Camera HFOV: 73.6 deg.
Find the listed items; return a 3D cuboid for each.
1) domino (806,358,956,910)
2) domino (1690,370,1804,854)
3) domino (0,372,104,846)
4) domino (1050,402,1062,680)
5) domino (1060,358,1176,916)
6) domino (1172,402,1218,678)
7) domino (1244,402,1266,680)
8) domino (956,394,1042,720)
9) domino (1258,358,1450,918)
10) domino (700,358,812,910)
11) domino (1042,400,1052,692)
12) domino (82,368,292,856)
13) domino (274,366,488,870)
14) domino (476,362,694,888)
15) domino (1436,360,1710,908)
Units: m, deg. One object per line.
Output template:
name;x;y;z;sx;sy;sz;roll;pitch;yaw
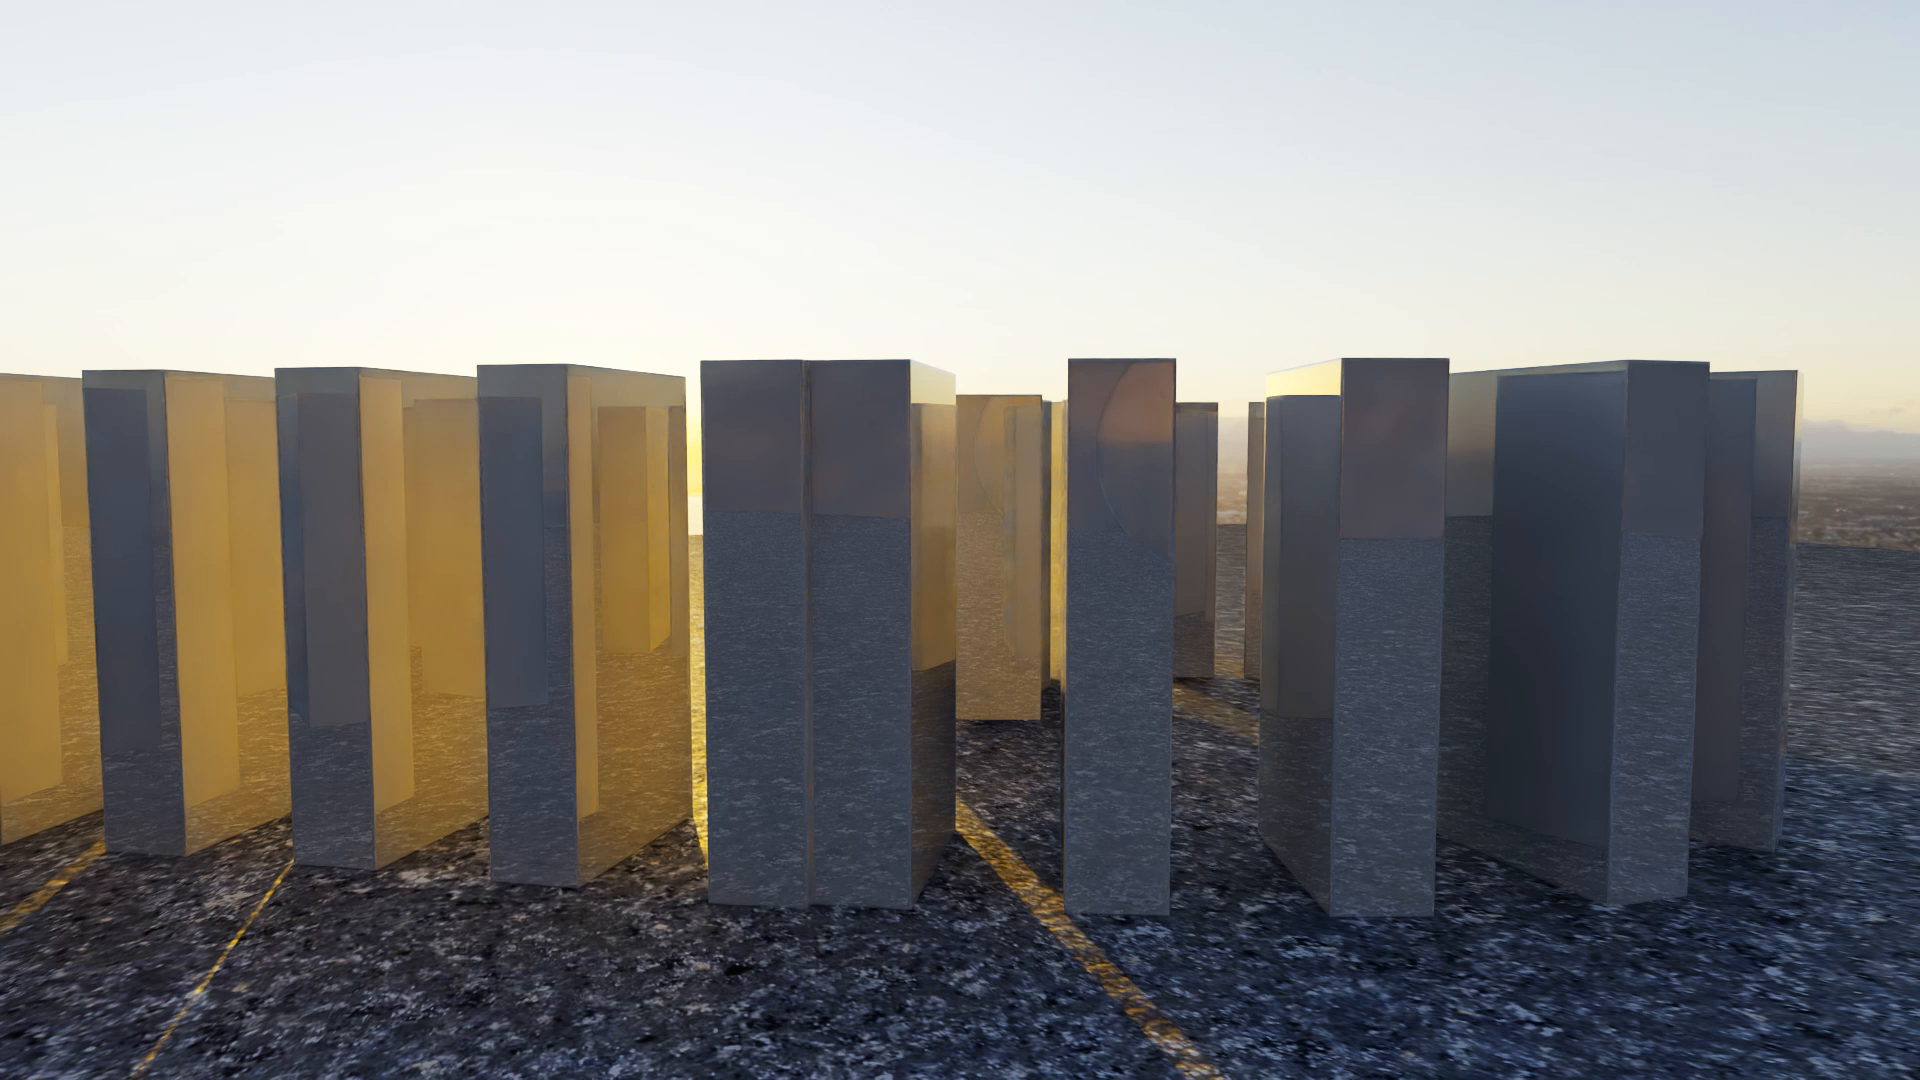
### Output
domino;-0.007;0.008;0.128;0.009;0.050;0.025;1;4;9
domino;0.078;0.007;0.143;0.025;0.050;0.009;3;5;37
domino;-0.105;0.007;0.147;0.010;0.050;0.025;0;4;6
domino;0.019;0.000;0.238;0.009;0.050;0.025;-2;5;-25
domino;0.015;0.008;0.127;0.009;0.050;0.025;0;4;4
domino;0.040;-0.001;0.244;0.009;0.050;0.025;0;4;-6
domino;0.062;0.000;0.240;0.010;0.050;0.025;3;5;31
domino;0.000;0.002;0.201;0.025;0.050;0.010;0;4;0
domino;0.038;0.008;0.126;0.010;0.050;0.025;0;4;-2
domino;-0.017;0.008;0.129;0.009;0.050;0.025;1;4;9
domino;0.002;0.001;0.223;0.025;0.050;0.009;1;5;19
domino;-0.083;0.007;0.144;0.009;0.050;0.025;1;4;10
domino;-0.060;0.007;0.139;0.009;0.050;0.025;1;4;13
domino;-0.038;0.007;0.134;0.009;0.050;0.025;1;4;14
domino;0.060;0.008;0.129;0.009;0.050;0.025;-1;5;-18
